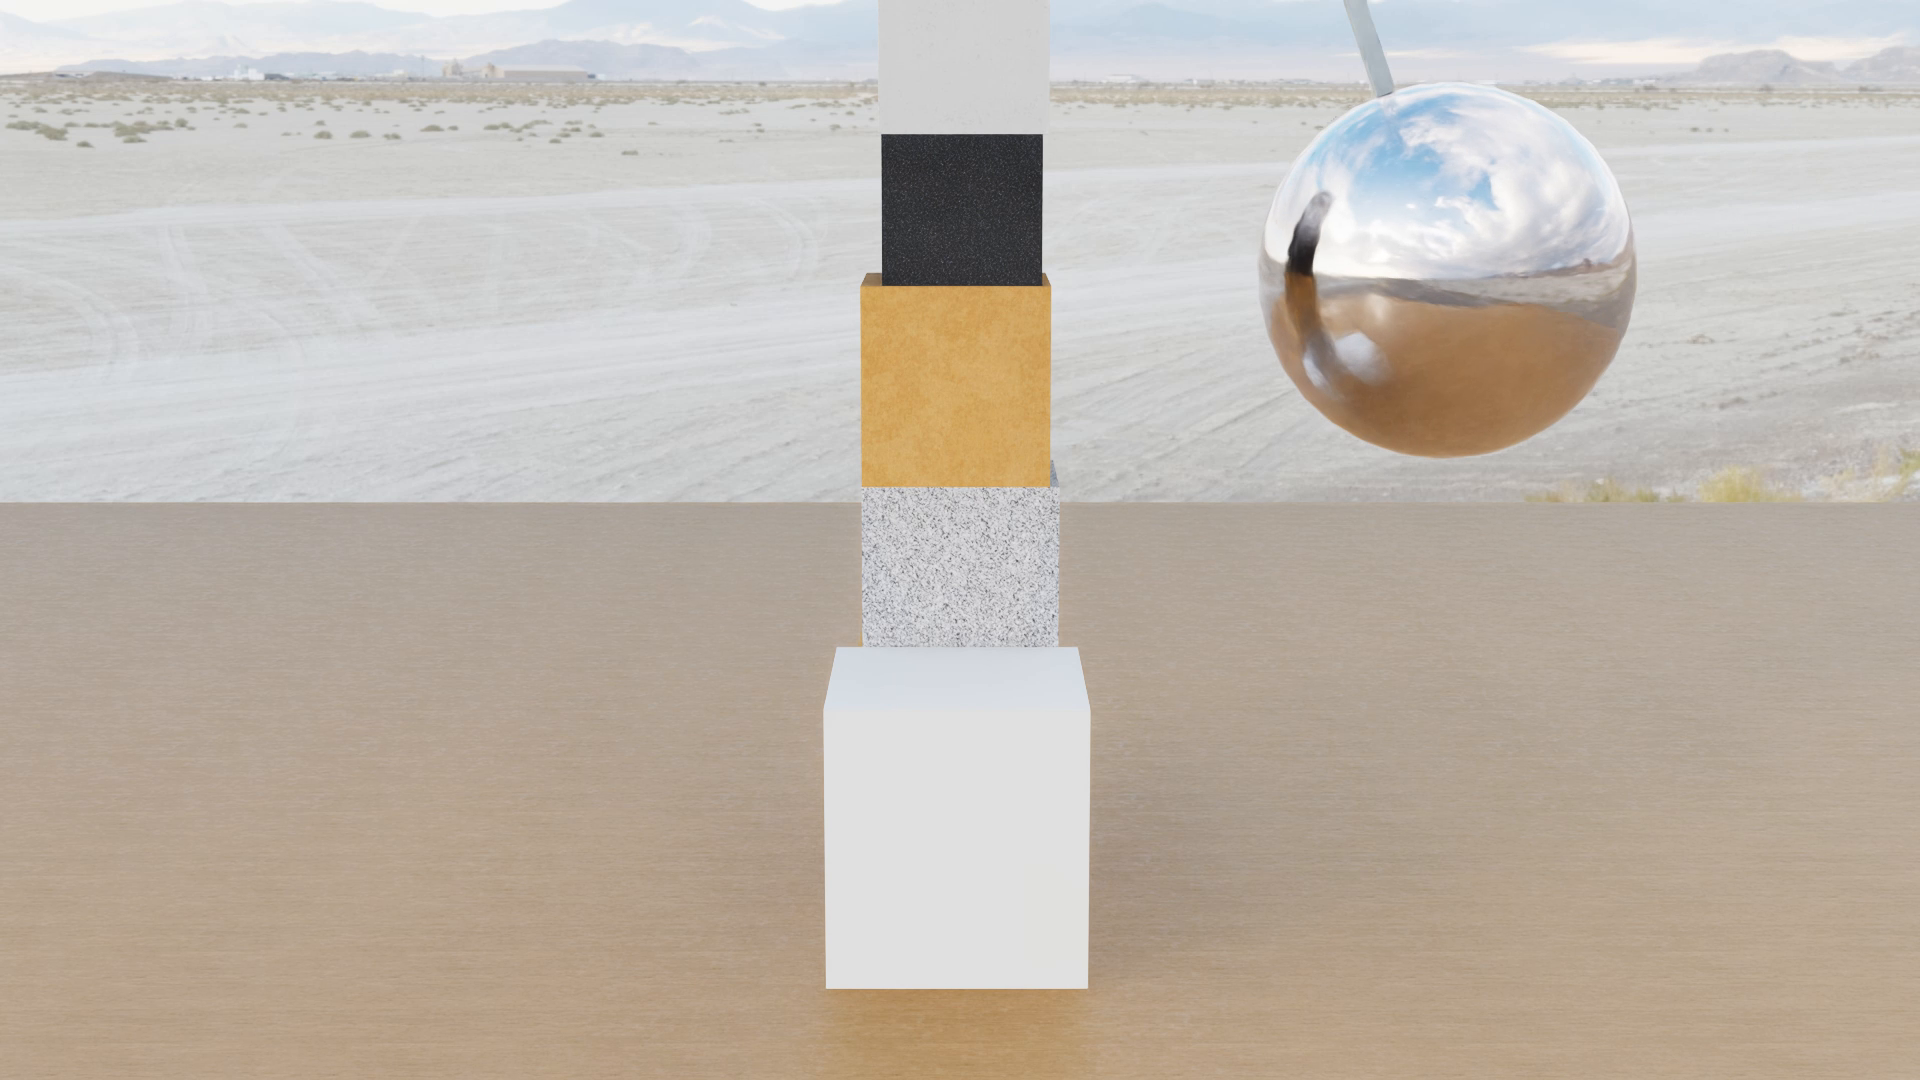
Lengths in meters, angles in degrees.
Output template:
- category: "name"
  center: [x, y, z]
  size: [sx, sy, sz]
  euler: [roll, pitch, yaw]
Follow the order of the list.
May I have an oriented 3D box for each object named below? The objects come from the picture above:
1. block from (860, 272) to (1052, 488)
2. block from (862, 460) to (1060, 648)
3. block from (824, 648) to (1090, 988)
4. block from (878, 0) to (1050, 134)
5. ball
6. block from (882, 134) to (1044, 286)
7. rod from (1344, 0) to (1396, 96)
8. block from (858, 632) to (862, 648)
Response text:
- category: "block"
  center: [-0.017, -0.703, 11.053]
  size: [0.791, 0.839, 0.755]
  euler: [0, 10, 0]
- category: "block"
  center: [0.002, 0.115, 11.201]
  size: [0.830, 0.822, 0.761]
  euler: [0, 10, 0]
- category: "block"
  center: [-0.011, 1.098, 10.407]
  size: [1.017, 1.115, 1.085]
  euler: [0, 10, 0]
- category: "block"
  center: [0.016, -2.008, 10.815]
  size: [0.704, 0.571, 0.595]
  euler: [0, 10, 0]
- category: "ball"
  center: [2.074, -1.147, 10.972]
  size: [1.600, 1.600, 1.600]
  euler: [0, 10, 0]
- category: "block"
  center: [0.009, -1.422, 10.922]
  size: [0.665, 0.622, 0.691]
  euler: [0, 10, 0]
- category: "rod"
  center: [0.899, -4.286, 10.401]
  size: [0.080, 5.200, 0.080]
  euler: [-20, 10, 4]
- category: "block"
  center: [-0.007, 0.985, 11.428]
  size: [0.900, 0.972, 0.944]
  euler: [0, 10, 0]
